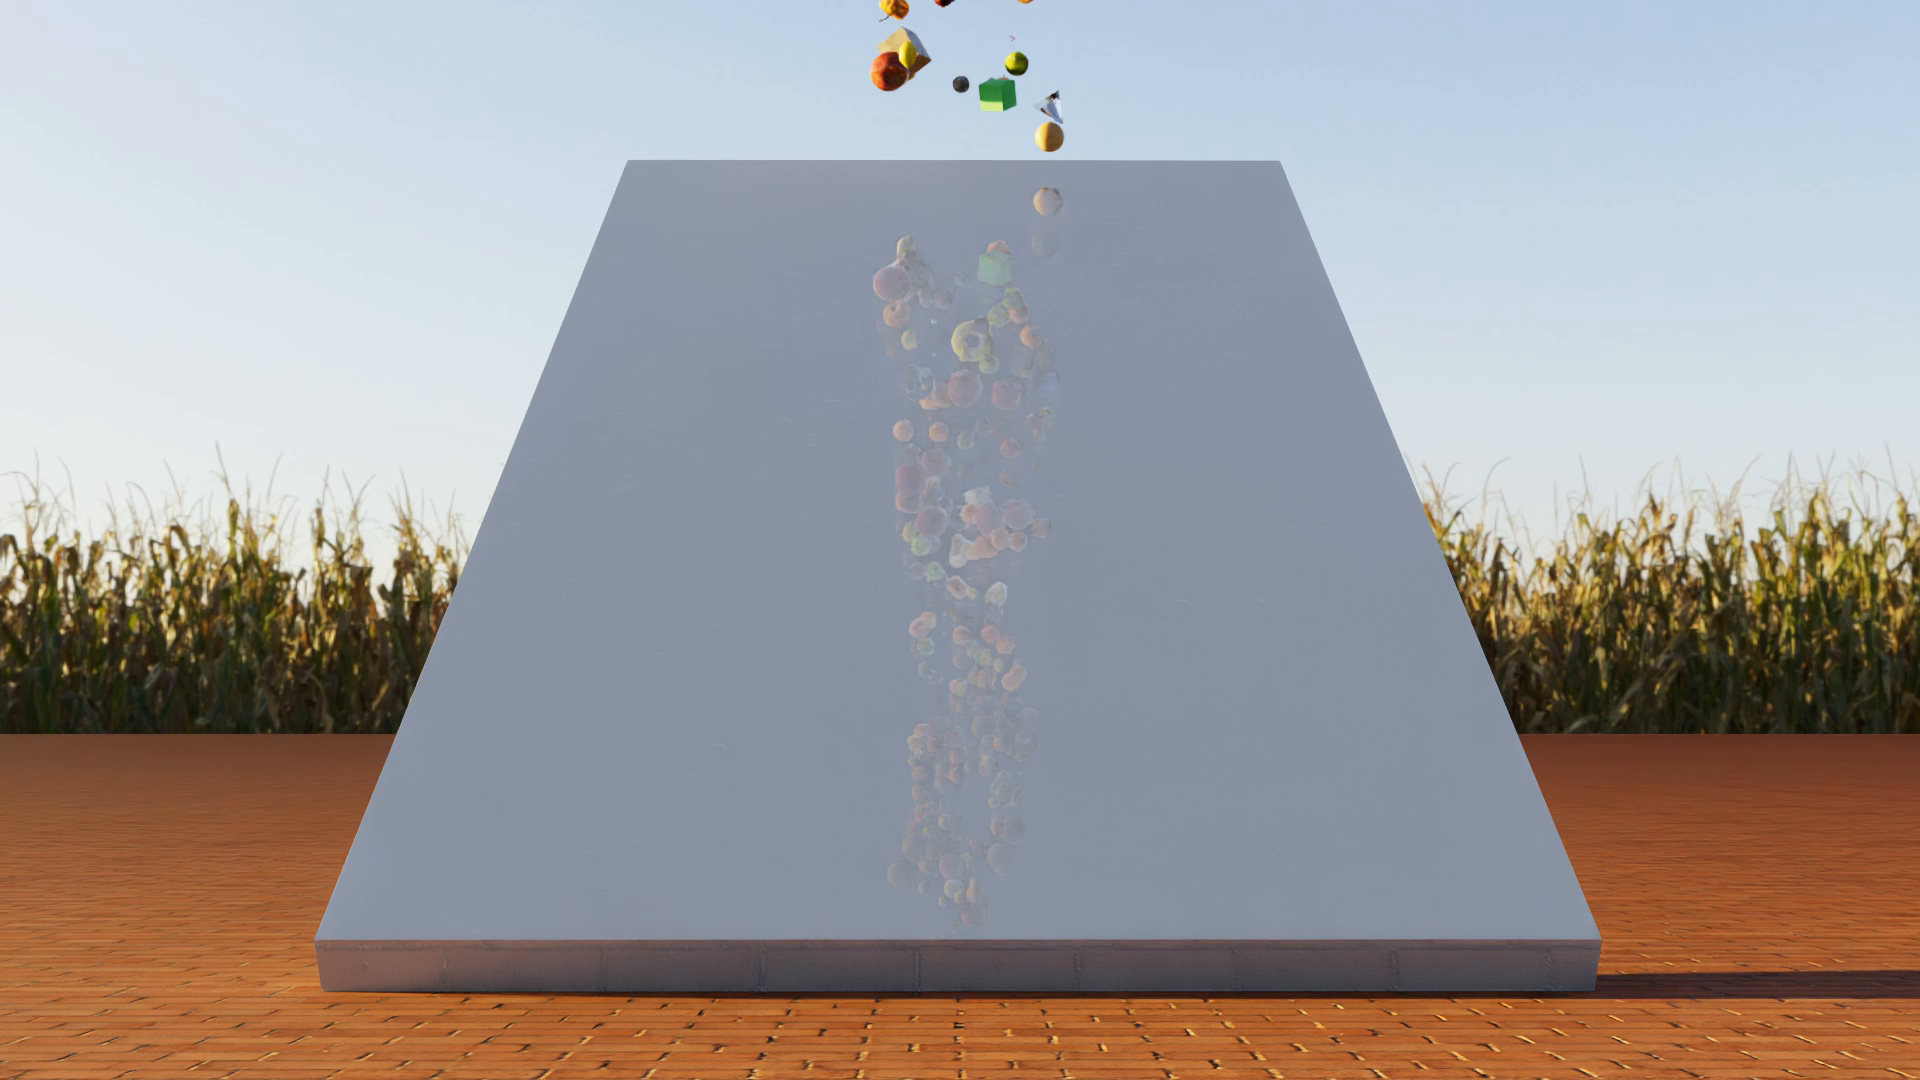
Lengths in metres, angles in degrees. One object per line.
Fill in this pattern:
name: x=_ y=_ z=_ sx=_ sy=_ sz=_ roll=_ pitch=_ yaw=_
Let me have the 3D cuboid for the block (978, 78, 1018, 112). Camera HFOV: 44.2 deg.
block: x=0.111 y=-1.305 z=6.929 sx=0.077 sy=0.077 sz=0.077 roll=9 pitch=27 yaw=33

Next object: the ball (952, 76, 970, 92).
ball: x=0.003 y=-1.334 z=6.919 sx=0.050 sy=0.050 sz=0.050 roll=0 pitch=-5 yaw=0

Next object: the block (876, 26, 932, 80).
block: x=-0.165 y=-1.446 z=7.023 sx=0.099 sy=0.099 sz=0.099 roll=-35 pitch=-14 yaw=20

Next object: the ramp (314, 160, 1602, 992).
ramp: x=-0.010 y=-0.228 z=5.482 sx=2.000 sy=0.100 sz=4.000 roll=0 pitch=27 yaw=0

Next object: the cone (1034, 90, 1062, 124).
cone: x=0.284 y=-1.288 z=7.108 sx=0.094 sy=0.094 sz=0.094 roll=-33 pitch=7 yaw=4

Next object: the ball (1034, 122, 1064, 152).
ball: x=0.270 y=-1.214 z=7.121 sx=0.090 sy=0.090 sz=0.090 roll=0 pitch=-5 yaw=0
